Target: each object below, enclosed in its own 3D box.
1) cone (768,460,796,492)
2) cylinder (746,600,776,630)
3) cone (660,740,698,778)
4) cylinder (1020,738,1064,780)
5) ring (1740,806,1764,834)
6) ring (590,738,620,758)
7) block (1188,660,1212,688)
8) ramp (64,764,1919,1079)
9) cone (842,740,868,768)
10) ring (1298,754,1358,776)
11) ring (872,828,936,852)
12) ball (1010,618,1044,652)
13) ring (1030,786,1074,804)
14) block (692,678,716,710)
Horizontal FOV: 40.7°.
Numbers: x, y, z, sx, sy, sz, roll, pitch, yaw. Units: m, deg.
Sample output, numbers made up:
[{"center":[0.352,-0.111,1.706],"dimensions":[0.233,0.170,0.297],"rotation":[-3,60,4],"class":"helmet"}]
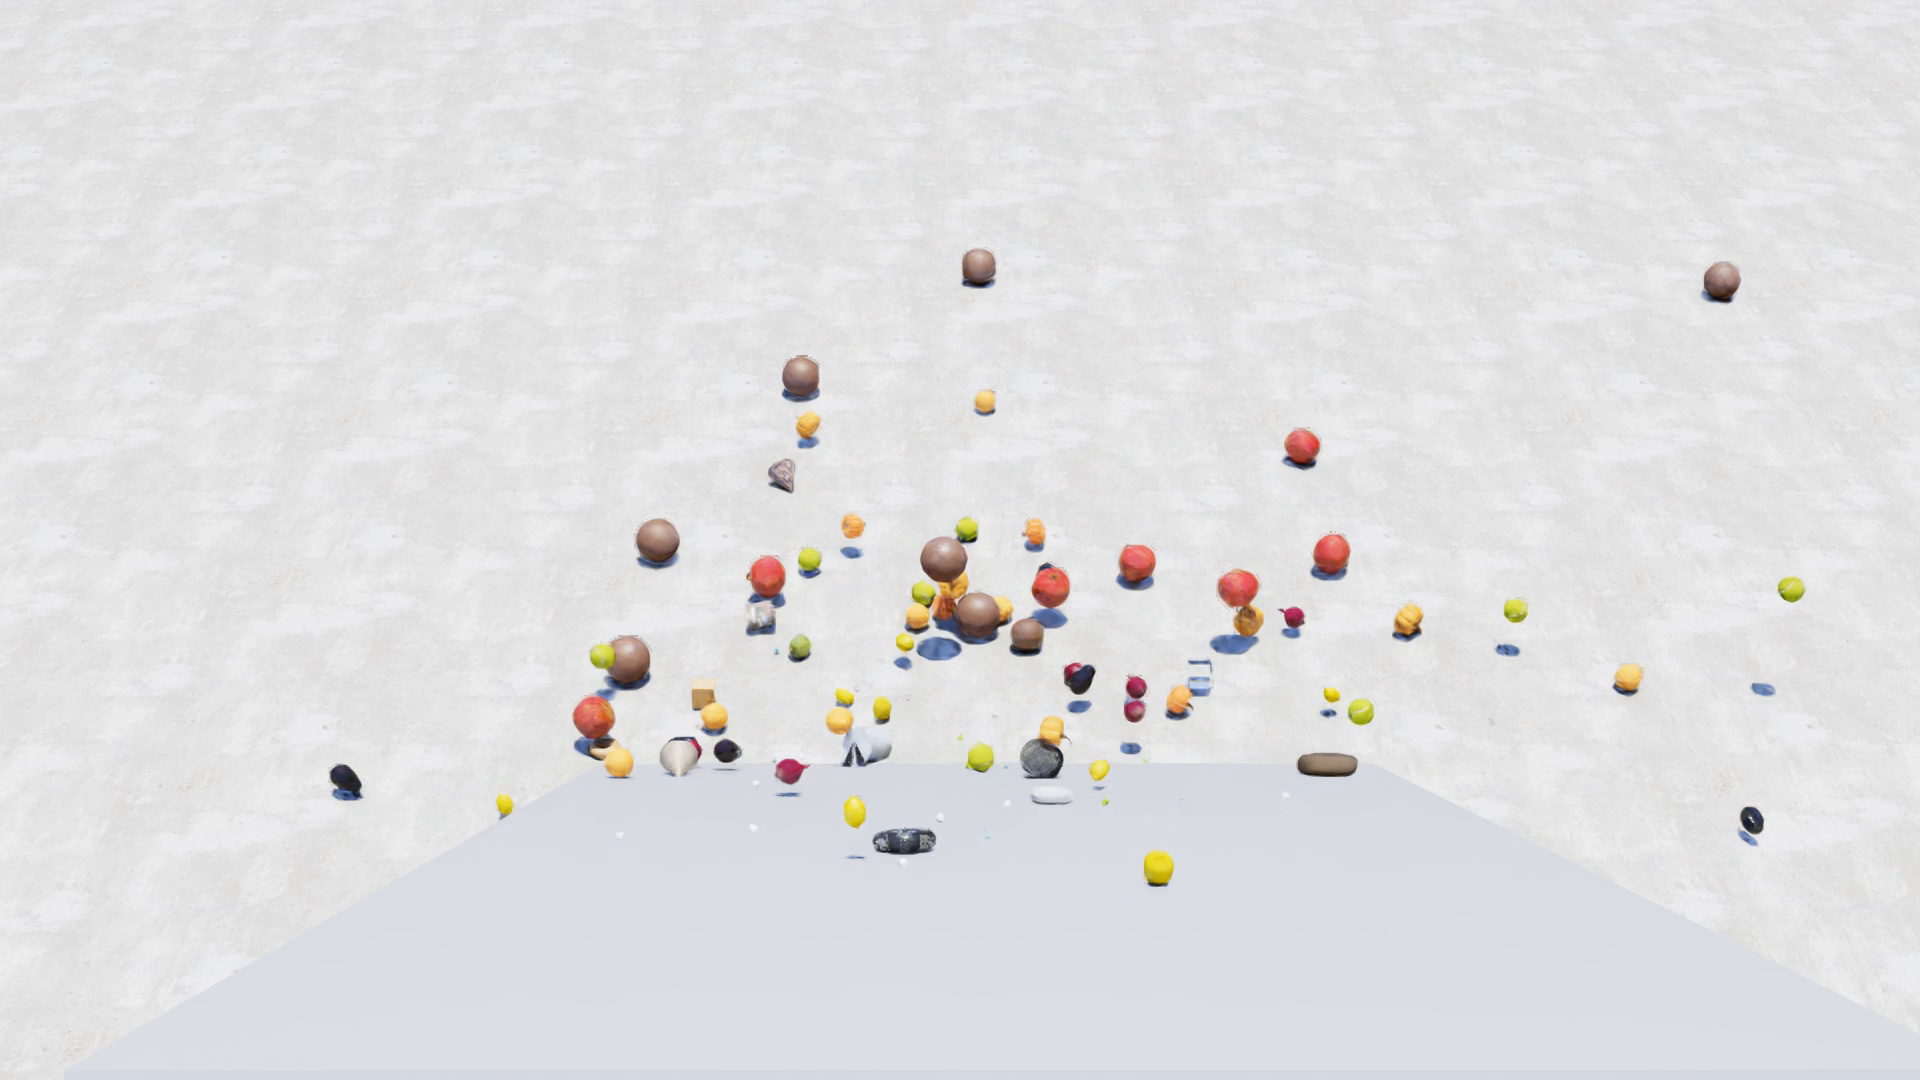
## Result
[{"center":[-0.538,-0.184,8.065],"dimensions":[0.096,0.096,0.096],"rotation":[-15,60,-23],"class":"cone"},{"center":[-0.566,0.212,7.363],"dimensions":[0.070,0.070,0.070],"rotation":[-14,31,6],"class":"cylinder"},{"center":[-0.685,0.553,6.308],"dimensions":[0.096,0.096,0.096],"rotation":[-3,26,-5],"class":"cone"},{"center":[0.197,0.529,6.260],"dimensions":[0.091,0.091,0.091],"rotation":[-5,0,-8],"class":"cylinder"},{"center":[1.996,0.707,6.525],"dimensions":[0.026,0.077,0.077],"rotation":[-17,35,-21],"class":"ring"},{"center":[-0.941,0.552,6.869],"dimensions":[0.084,0.028,0.084],"rotation":[-1,27,0],"class":"ring"},{"center":[0.659,0.368,7.113],"dimensions":[0.061,0.061,0.061],"rotation":[-3,68,1],"class":"block"},{"center":[0.069,0.614,4.688],"dimensions":[2.000,0.100,4.000],"rotation":[0,0,0],"class":"ramp"},{"center":[-0.269,0.543,6.602],"dimensions":[0.067,0.067,0.067],"rotation":[0,0,0],"class":"cone"},{"center":[0.902,0.550,6.352],"dimensions":[0.148,0.049,0.148],"rotation":[0,-2,0],"class":"ring"},{"center":[-0.101,0.544,4.693],"dimensions":[0.116,0.039,0.116],"rotation":[-3,-3,0],"class":"ring"},{"center":[0.189,0.266,7.279],"dimensions":[0.096,0.096,0.096],"rotation":[0,31,0],"class":"ball"},{"center":[0.199,0.554,5.622],"dimensions":[0.098,0.033,0.098],"rotation":[1,-1,0],"class":"ring"},{"center":[-0.697,0.418,7.053],"dimensions":[0.062,0.062,0.062],"rotation":[-1,26,-2],"class":"block"}]
